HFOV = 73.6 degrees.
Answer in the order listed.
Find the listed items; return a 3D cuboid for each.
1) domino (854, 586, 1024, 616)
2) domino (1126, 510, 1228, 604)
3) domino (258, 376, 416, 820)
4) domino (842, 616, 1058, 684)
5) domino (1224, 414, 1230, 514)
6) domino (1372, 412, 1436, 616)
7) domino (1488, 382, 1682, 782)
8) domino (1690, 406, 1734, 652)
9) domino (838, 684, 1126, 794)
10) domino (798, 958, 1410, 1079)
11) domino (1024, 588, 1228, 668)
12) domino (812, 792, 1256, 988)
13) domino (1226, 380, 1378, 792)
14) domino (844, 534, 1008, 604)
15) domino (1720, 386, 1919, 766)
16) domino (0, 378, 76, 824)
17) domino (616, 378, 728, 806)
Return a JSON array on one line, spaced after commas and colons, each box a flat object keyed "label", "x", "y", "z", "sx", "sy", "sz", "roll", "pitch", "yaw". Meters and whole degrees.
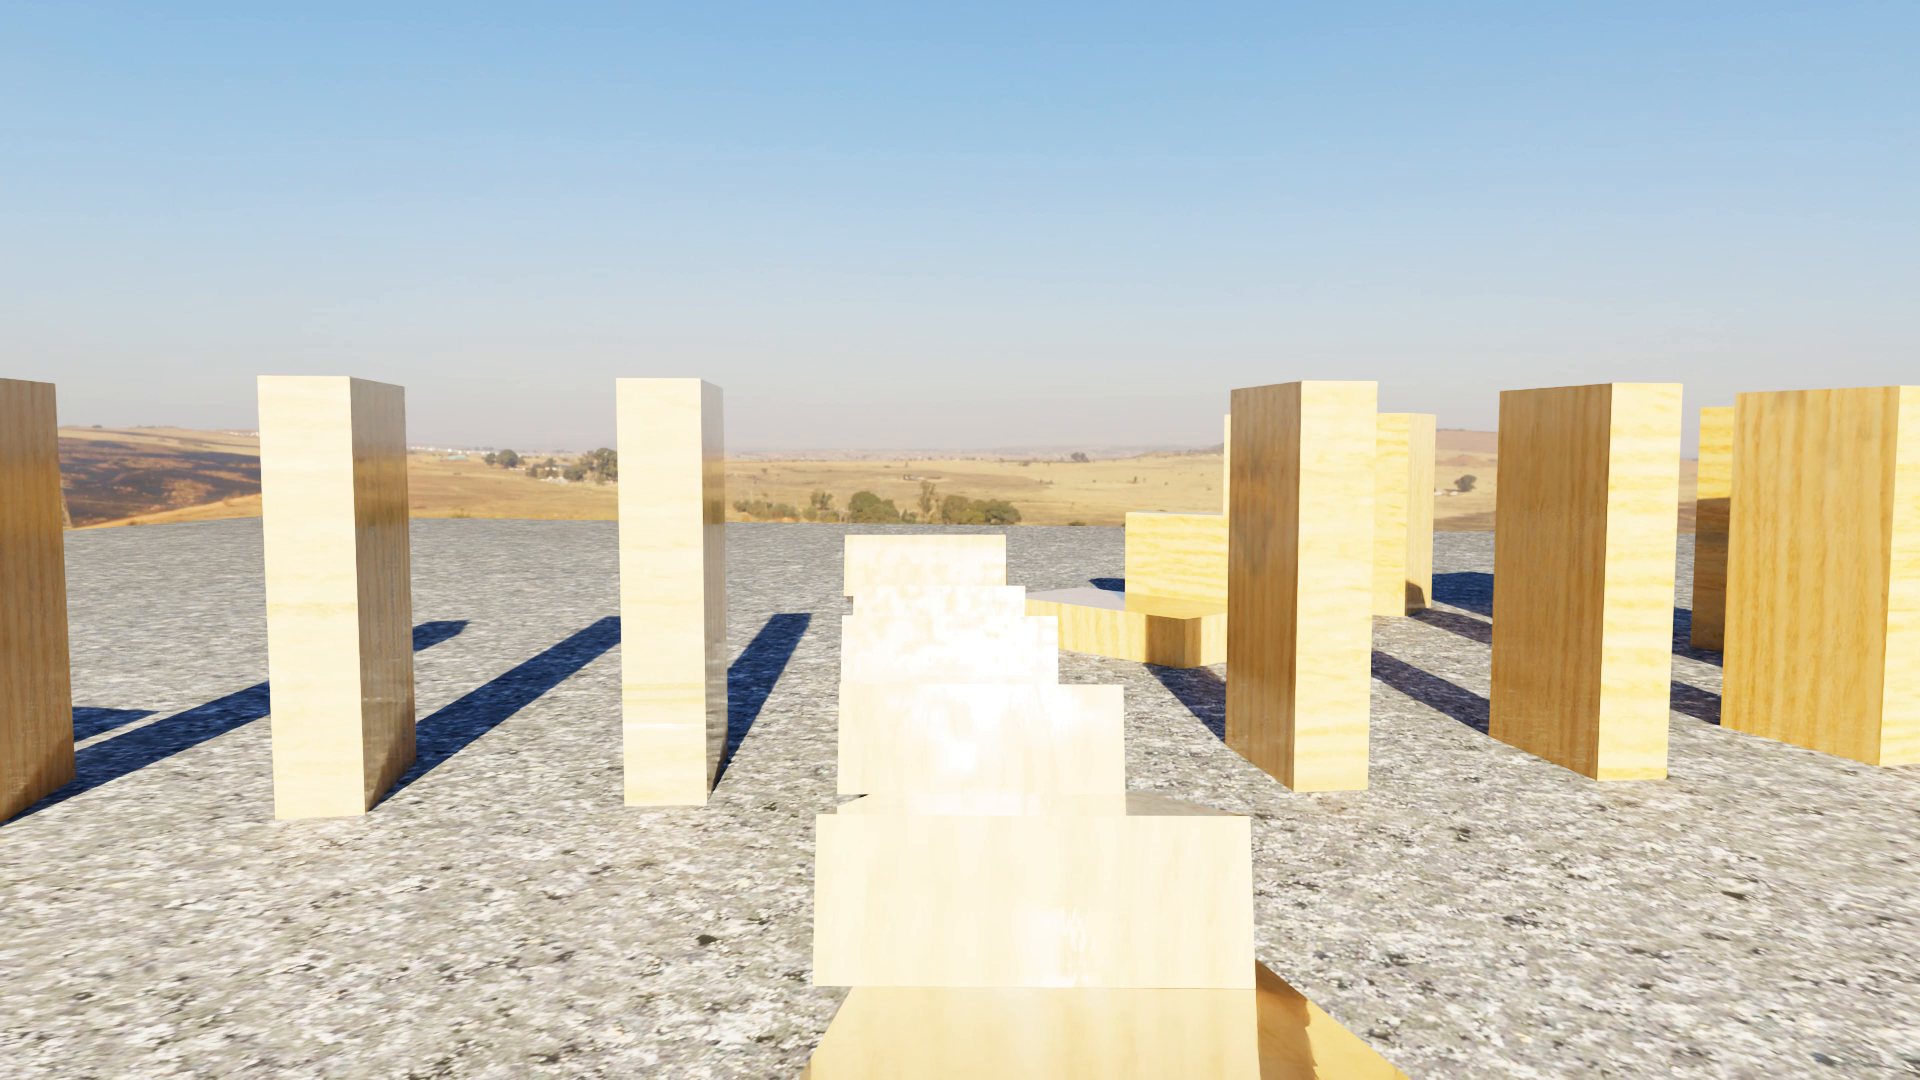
[{"label": "domino", "x": -0.002, "y": 0.016, "z": 0.212, "sx": 0.025, "sy": 0.010, "sz": 0.050, "roll": 0, "pitch": -10, "yaw": 1}, {"label": "domino", "x": 0.066, "y": 0.006, "z": 0.319, "sx": 0.050, "sy": 0.025, "sz": 0.010, "roll": 3, "pitch": 5, "yaw": 35}, {"label": "domino", "x": -0.075, "y": 0.006, "z": 0.157, "sx": 0.009, "sy": 0.050, "sz": 0.025, "roll": -1, "pitch": 4, "yaw": -10}, {"label": "domino", "x": -0.001, "y": 0.018, "z": 0.173, "sx": 0.025, "sy": 0.009, "sz": 0.050, "roll": 0, "pitch": -11, "yaw": 1}, {"label": "domino", "x": 0.077, "y": -0.008, "z": 0.344, "sx": 0.009, "sy": 0.050, "sz": 0.025, "roll": 1, "pitch": 4, "yaw": 17}, {"label": "domino", "x": 0.112, "y": -0.007, "z": 0.327, "sx": 0.009, "sy": 0.050, "sz": 0.025, "roll": 3, "pitch": 5, "yaw": 34}, {"label": "domino", "x": 0.083, "y": 0.005, "z": 0.173, "sx": 0.010, "sy": 0.050, "sz": 0.025, "roll": -1, "pitch": 4, "yaw": -8}, {"label": "domino", "x": 0.167, "y": -0.003, "z": 0.269, "sx": 0.025, "sy": 0.050, "sz": 0.009, "roll": -2, "pitch": 5, "yaw": -28}, {"label": "domino", "x": 0.002, "y": 0.022, "z": 0.137, "sx": 0.025, "sy": 0.010, "sz": 0.050, "roll": 0, "pitch": -10, "yaw": 1}, {"label": "domino", "x": 0.006, "y": 0.028, "z": 0.058, "sx": 0.025, "sy": 0.010, "sz": 0.050, "roll": 0, "pitch": -9, "yaw": 1}, {"label": "domino", "x": 0.035, "y": 0.018, "z": 0.269, "sx": 0.025, "sy": 0.009, "sz": 0.050, "roll": -4, "pitch": 6, "yaw": -42}, {"label": "domino", "x": 0.005, "y": 0.025, "z": 0.098, "sx": 0.025, "sy": 0.009, "sz": 0.050, "roll": 0, "pitch": -9, "yaw": 1}, {"label": "domino", "x": 0.044, "y": 0.005, "z": 0.168, "sx": 0.009, "sy": 0.050, "sz": 0.025, "roll": -1, "pitch": 4, "yaw": -8}, {"label": "domino", "x": -0.004, "y": 0.008, "z": 0.224, "sx": 0.025, "sy": 0.010, "sz": 0.050, "roll": 0, "pitch": -10, "yaw": 3}, {"label": "domino", "x": 0.123, "y": 0.004, "z": 0.181, "sx": 0.009, "sy": 0.050, "sz": 0.025, "roll": -1, "pitch": 4, "yaw": -16}, {"label": "domino", "x": -0.114, "y": 0.006, "z": 0.149, "sx": 0.010, "sy": 0.050, "sz": 0.025, "roll": -1, "pitch": 4, "yaw": -15}, {"label": "domino", "x": -0.036, "y": 0.005, "z": 0.162, "sx": 0.010, "sy": 0.050, "sz": 0.025, "roll": 0, "pitch": 4, "yaw": -4}]
